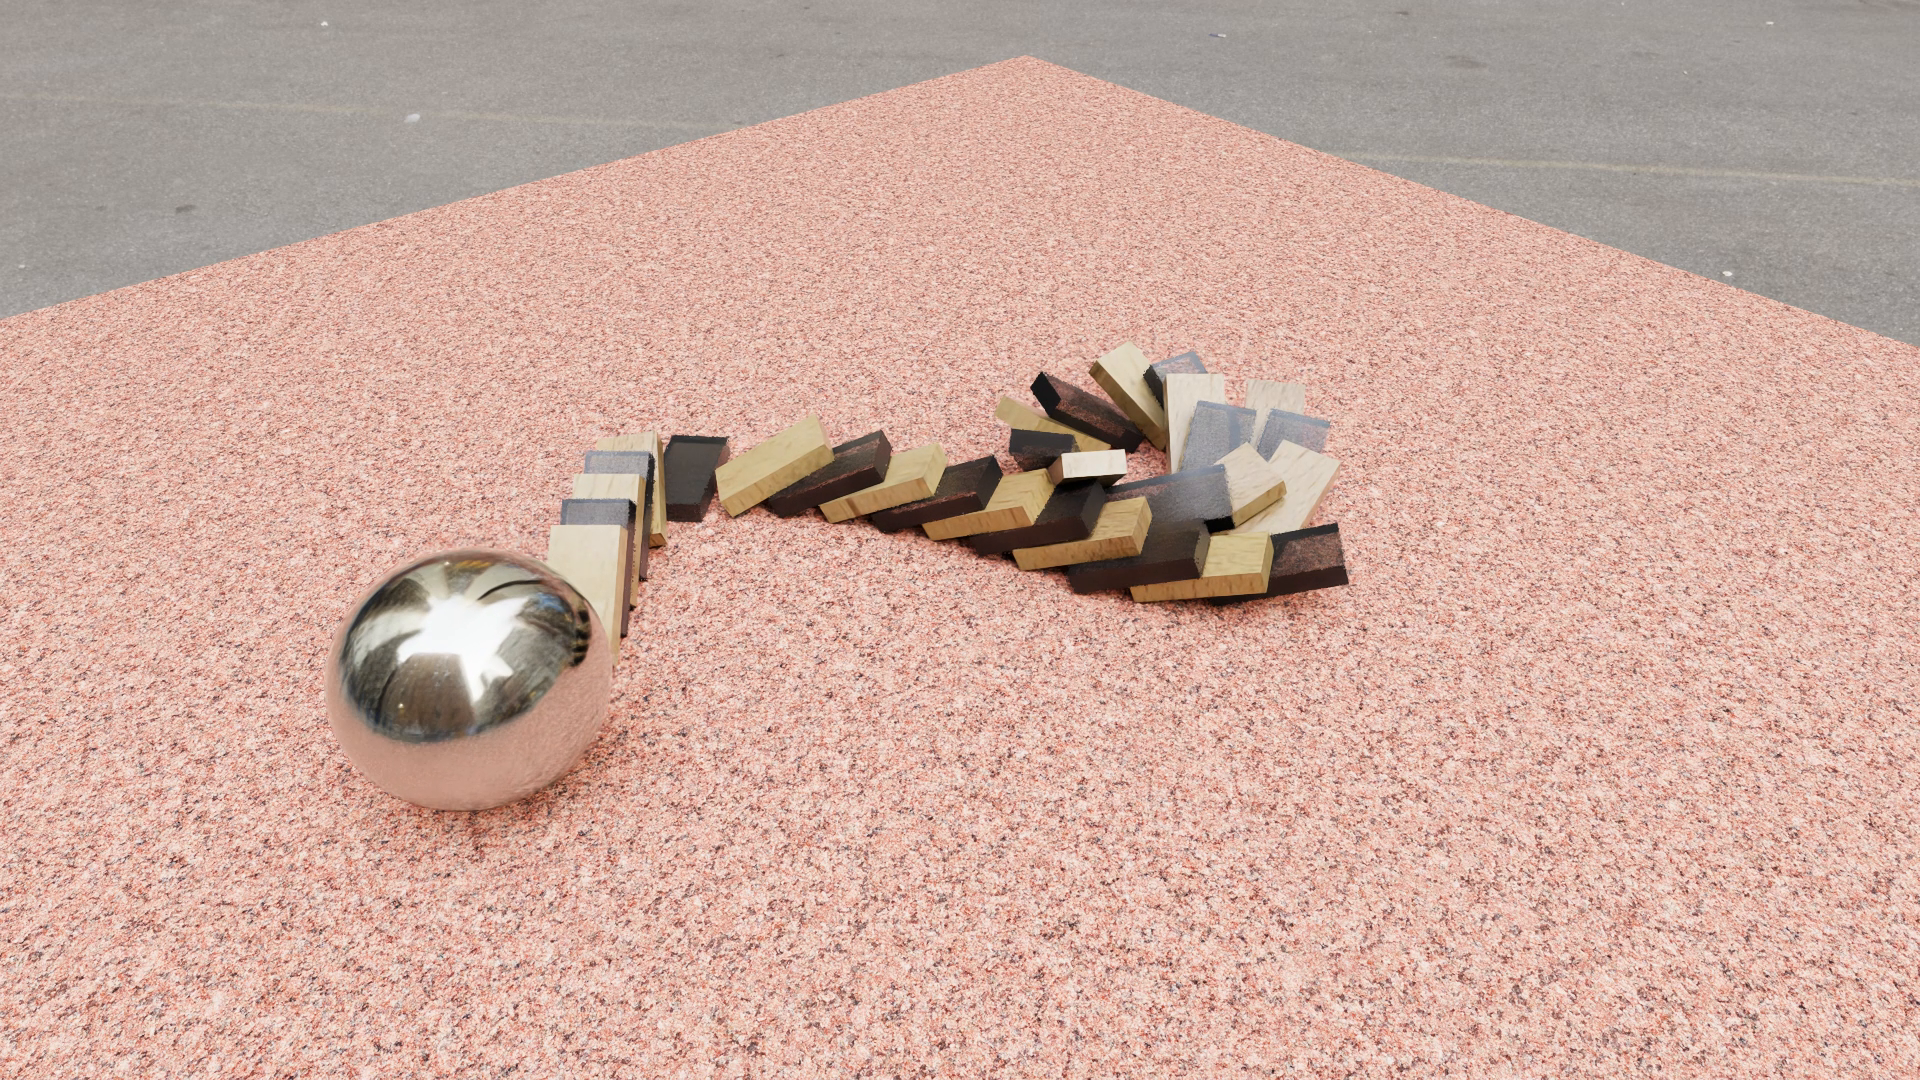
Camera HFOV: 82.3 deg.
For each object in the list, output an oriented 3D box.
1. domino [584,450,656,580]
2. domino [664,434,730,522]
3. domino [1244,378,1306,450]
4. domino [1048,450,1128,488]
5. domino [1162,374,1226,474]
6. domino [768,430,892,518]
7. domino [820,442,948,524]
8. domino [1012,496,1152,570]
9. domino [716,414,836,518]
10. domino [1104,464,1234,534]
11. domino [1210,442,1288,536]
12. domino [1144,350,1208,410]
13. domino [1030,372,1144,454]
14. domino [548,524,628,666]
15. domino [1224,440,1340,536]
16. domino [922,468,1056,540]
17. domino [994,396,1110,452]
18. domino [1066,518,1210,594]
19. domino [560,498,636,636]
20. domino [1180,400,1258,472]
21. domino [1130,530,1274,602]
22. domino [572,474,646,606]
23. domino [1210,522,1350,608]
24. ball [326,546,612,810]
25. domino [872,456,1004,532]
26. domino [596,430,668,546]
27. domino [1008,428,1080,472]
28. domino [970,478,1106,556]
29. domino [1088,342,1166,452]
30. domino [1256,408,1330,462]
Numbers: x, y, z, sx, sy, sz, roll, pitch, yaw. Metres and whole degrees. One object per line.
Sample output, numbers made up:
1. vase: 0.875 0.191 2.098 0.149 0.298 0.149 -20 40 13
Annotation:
1. domino: -0.136 -0.010 0.433 0.025 0.009 0.050 0 76 0
2. domino: -0.118 -0.027 0.477 0.025 0.009 0.050 3 39 3
3. domino: 0.137 -0.047 0.485 0.025 0.010 0.050 8 64 10
4. domino: 0.049 -0.026 0.448 0.025 0.050 0.009 -4 82 -7
5. domino: 0.103 -0.048 0.481 0.025 0.009 0.050 1 72 0
6. domino: -0.054 -0.028 0.460 0.050 0.010 0.025 -18 35 20
7. domino: -0.032 -0.024 0.455 0.050 0.009 0.025 -14 33 26
8. domino: 0.048 -0.002 0.431 0.050 0.010 0.025 -9 33 29
9. domino: -0.079 -0.032 0.466 0.050 0.009 0.025 -29 40 4
10. domino: 0.082 -0.013 0.439 0.050 0.010 0.025 -11 55 19
11. domino: 0.103 -0.015 0.443 0.050 0.009 0.025 -34 51 2
12. domino: 0.107 -0.060 0.498 0.025 0.010 0.050 -21 73 -23
13. domino: 0.057 -0.057 0.493 0.050 0.010 0.025 19 29 -32
14. domino: -0.136 0.020 0.397 0.025 0.009 0.050 0 77 0
15. domino: 0.131 -0.015 0.446 0.025 0.010 0.050 28 71 27
16. domino: 0.011 -0.014 0.442 0.050 0.010 0.025 -9 33 37
17. domino: 0.041 -0.048 0.479 0.050 0.009 0.025 14 19 -46
18. domino: 0.068 0.006 0.420 0.050 0.010 0.025 -9 33 28
19. domino: -0.136 0.010 0.409 0.025 0.009 0.050 0 77 0
20. domino: 0.107 -0.033 0.464 0.025 0.010 0.050 12 72 15
21. domino: 0.091 0.010 0.417 0.050 0.009 0.025 -6 34 28
22. domino: -0.136 0.000 0.421 0.025 0.010 0.050 0 77 0
23. domino: 0.120 0.010 0.418 0.050 0.010 0.025 -12 35 20
24. ball: -0.148 0.042 0.337 0.080 0.080 0.080 0 39 0
25. domino: -0.009 -0.019 0.448 0.050 0.009 0.025 -12 31 31
26. domino: -0.135 -0.020 0.452 0.025 0.010 0.050 -10 61 -2
27. domino: 0.037 -0.035 0.460 0.025 0.050 0.009 7 85 12
28. domino: 0.031 -0.009 0.434 0.050 0.010 0.025 -12 32 33
29. domino: 0.085 -0.067 0.508 0.025 0.009 0.050 -33 77 -34
30. domino: 0.137 -0.030 0.465 0.025 0.010 0.050 17 67 19
